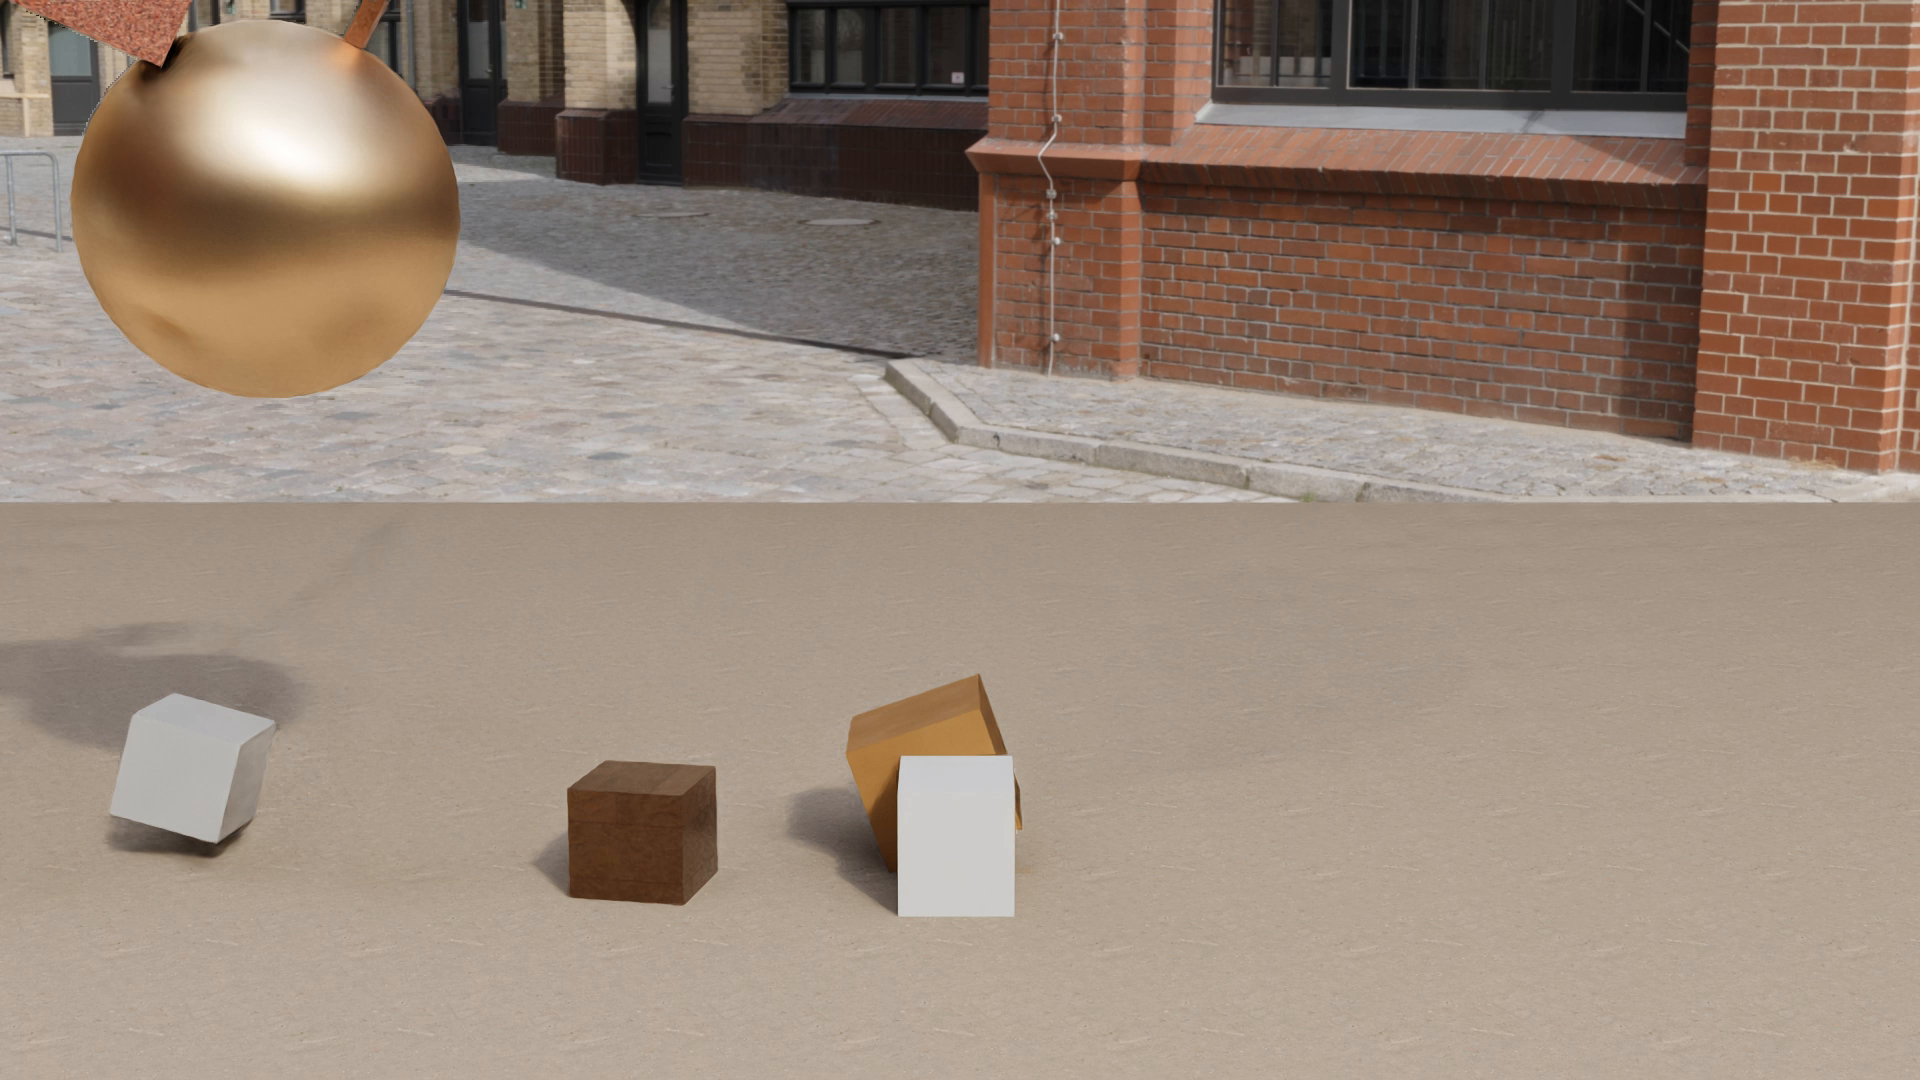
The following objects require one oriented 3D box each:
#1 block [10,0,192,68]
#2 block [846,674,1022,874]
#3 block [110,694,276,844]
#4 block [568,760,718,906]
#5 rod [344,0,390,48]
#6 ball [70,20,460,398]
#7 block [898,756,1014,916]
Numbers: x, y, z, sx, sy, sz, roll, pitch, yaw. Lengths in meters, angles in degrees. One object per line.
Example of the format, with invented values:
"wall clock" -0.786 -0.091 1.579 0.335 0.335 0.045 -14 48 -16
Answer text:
"block" -3.473 -2.395 10.349 0.656 0.628 0.701 22 8 -34
"block" -0.114 1.052 11.672 0.627 0.581 0.667 -19 10 4
"block" -3.492 1.035 11.711 0.500 0.470 0.532 16 7 0
"block" -1.381 1.272 11.210 0.513 0.485 0.488 2 11 12
"rod" -1.275 -4.317 10.395 0.080 5.200 0.080 29 9 -5
"ball" -2.942 -1.402 10.925 1.600 1.600 1.600 0 10 0
"block" -0.016 1.270 11.067 0.491 0.542 0.586 0 10 0
